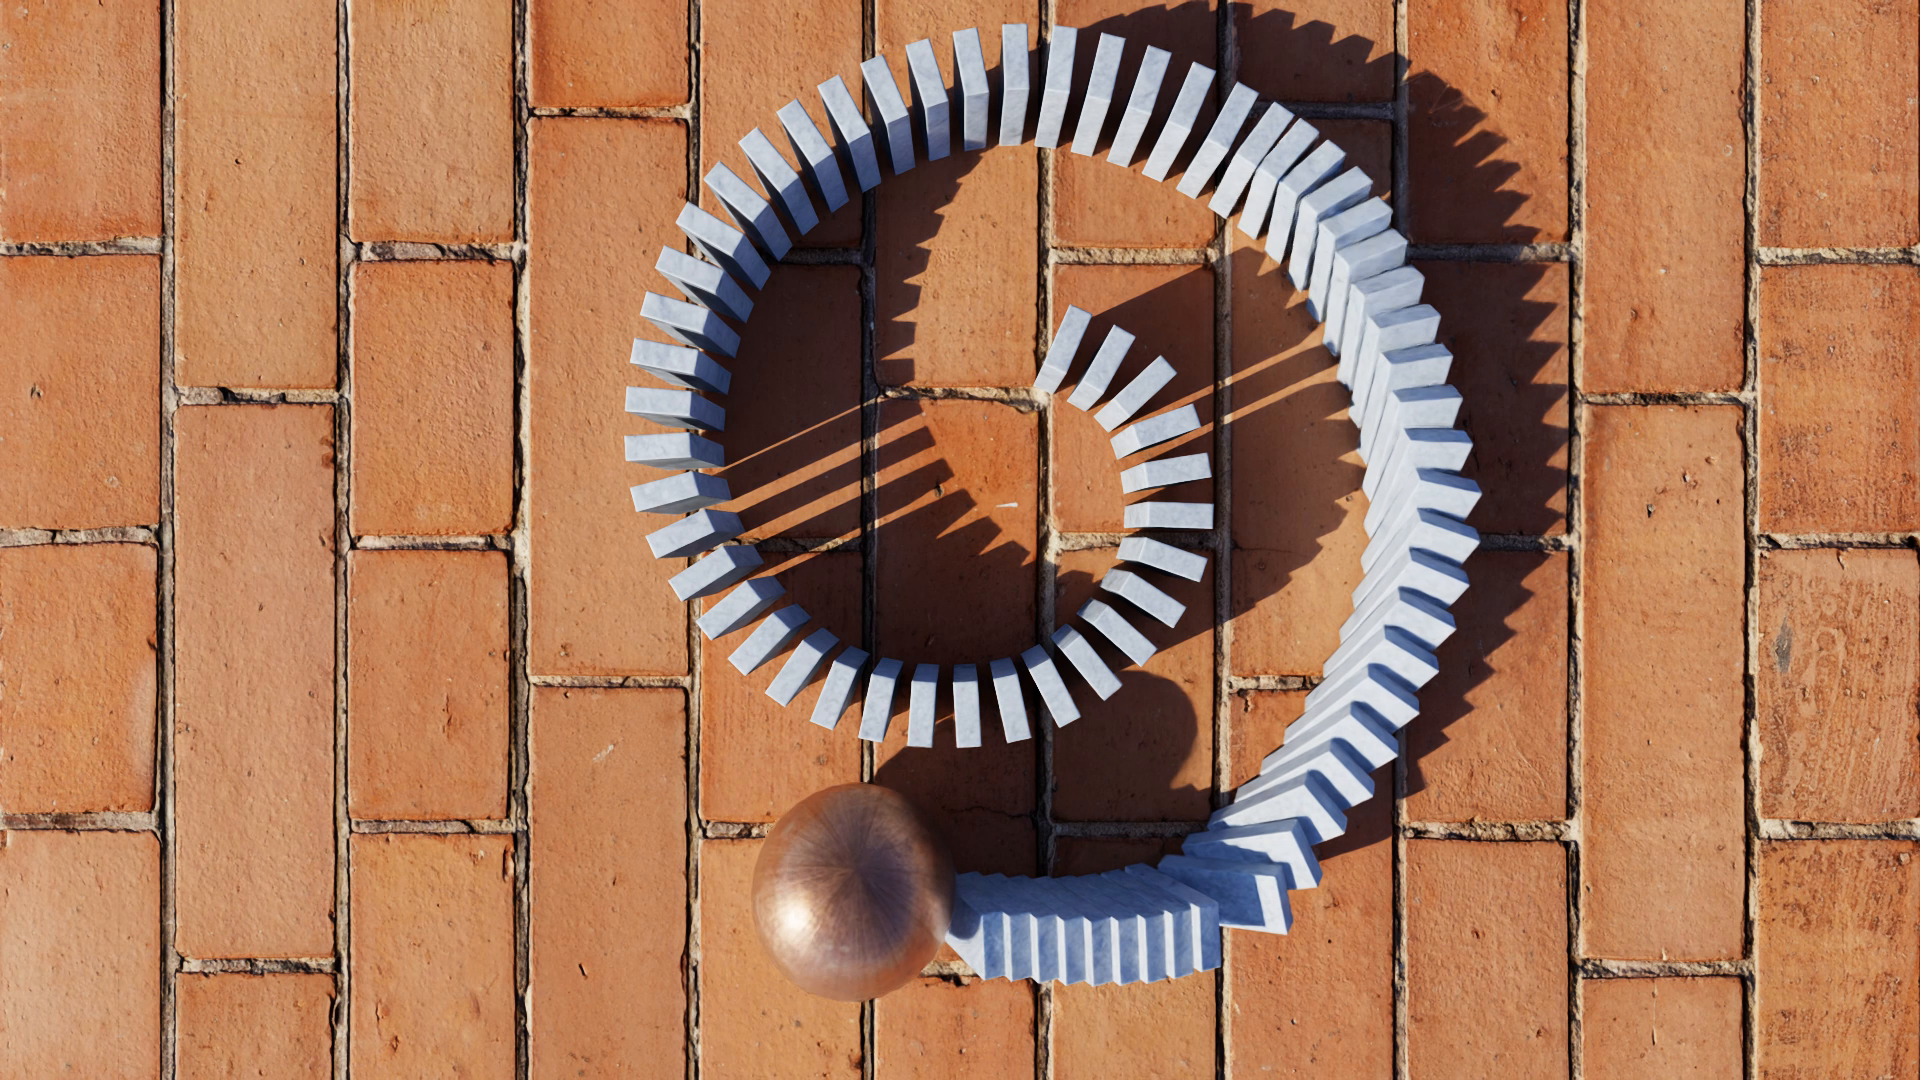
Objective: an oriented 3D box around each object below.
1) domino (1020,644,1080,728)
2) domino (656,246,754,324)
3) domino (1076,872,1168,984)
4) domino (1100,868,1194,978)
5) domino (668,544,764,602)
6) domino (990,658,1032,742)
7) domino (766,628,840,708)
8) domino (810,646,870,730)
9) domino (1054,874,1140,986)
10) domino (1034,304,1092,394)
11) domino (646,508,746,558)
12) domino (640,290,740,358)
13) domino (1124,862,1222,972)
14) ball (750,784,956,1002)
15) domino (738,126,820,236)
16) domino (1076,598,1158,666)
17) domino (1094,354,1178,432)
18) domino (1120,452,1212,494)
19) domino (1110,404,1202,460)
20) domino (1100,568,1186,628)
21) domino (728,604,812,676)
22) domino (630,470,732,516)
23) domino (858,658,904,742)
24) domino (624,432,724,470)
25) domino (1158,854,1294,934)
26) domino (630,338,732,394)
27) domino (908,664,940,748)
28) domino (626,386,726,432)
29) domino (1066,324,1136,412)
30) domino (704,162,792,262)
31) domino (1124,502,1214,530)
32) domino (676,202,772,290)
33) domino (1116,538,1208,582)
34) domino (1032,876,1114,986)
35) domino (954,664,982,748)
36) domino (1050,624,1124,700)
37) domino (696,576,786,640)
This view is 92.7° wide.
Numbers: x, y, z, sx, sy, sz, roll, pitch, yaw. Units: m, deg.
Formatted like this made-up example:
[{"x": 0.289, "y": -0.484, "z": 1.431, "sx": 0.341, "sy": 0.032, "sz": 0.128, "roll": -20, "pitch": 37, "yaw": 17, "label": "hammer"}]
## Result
[{"x": 0.036, "y": 0.059, "z": 0.375, "sx": 0.009, "sy": 0.050, "sz": 0.025, "roll": -28, "pitch": 90, "yaw": 0, "label": "domino"}, {"x": -0.103, "y": -0.104, "z": 0.375, "sx": 0.025, "sy": 0.050, "sz": 0.009, "roll": 23, "pitch": 90, "yaw": 0, "label": "domino"}, {"x": 0.065, "y": 0.158, "z": 0.375, "sx": 0.009, "sy": 0.050, "sz": 0.025, "roll": -2, "pitch": 90, "yaw": -24, "label": "domino"}, {"x": 0.076, "y": 0.156, "z": 0.375, "sx": 0.009, "sy": 0.050, "sz": 0.025, "roll": -2, "pitch": 90, "yaw": -24, "label": "domino"}, {"x": -0.098, "y": 0.013, "z": 0.375, "sx": 0.025, "sy": 0.050, "sz": 0.009, "roll": -32, "pitch": 90, "yaw": 0, "label": "domino"}, {"x": 0.020, "y": 0.064, "z": 0.375, "sx": 0.009, "sy": 0.050, "sz": 0.025, "roll": -12, "pitch": 90, "yaw": 0, "label": "domino"}, {"x": -0.063, "y": 0.051, "z": 0.375, "sx": 0.009, "sy": 0.050, "sz": 0.025, "roll": 36, "pitch": 90, "yaw": 0, "label": "domino"}, {"x": -0.048, "y": 0.059, "z": 0.375, "sx": 0.010, "sy": 0.050, "sz": 0.025, "roll": 22, "pitch": 90, "yaw": 0, "label": "domino"}, {"x": 0.055, "y": 0.158, "z": 0.375, "sx": 0.009, "sy": 0.050, "sz": 0.025, "roll": -2, "pitch": 90, "yaw": -24, "label": "domino"}, {"x": 0.041, "y": -0.077, "z": 0.375, "sx": 0.010, "sy": 0.050, "sz": 0.025, "roll": 24, "pitch": 90, "yaw": 0, "label": "domino"}, {"x": -0.107, "y": -0.002, "z": 0.375, "sx": 0.025, "sy": 0.050, "sz": 0.009, "roll": -25, "pitch": 90, "yaw": 0, "label": "domino"}, {"x": -0.109, "y": -0.087, "z": 0.375, "sx": 0.025, "sy": 0.050, "sz": 0.009, "roll": 16, "pitch": 90, "yaw": 0, "label": "domino"}, {"x": 0.086, "y": 0.153, "z": 0.375, "sx": 0.009, "sy": 0.050, "sz": 0.025, "roll": -3, "pitch": 90, "yaw": -24, "label": "domino"}, {"x": -0.041, "y": 0.137, "z": 0.360, "sx": 0.080, "sy": 0.080, "sz": 0.080, "roll": 0, "pitch": 90, "yaw": 0, "label": "ball"}, {"x": -0.073, "y": -0.145, "z": 0.375, "sx": 0.009, "sy": 0.050, "sz": 0.025, "roll": -40, "pitch": 90, "yaw": 0, "label": "domino"}, {"x": 0.063, "y": 0.037, "z": 0.375, "sx": 0.025, "sy": 0.050, "sz": 0.009, "roll": 41, "pitch": 90, "yaw": 0, "label": "domino"}, {"x": 0.071, "y": -0.059, "z": 0.375, "sx": 0.025, "sy": 0.050, "sz": 0.009, "roll": -43, "pitch": 90, "yaw": 0, "label": "domino"}, {"x": 0.083, "y": -0.027, "z": 0.375, "sx": 0.025, "sy": 0.050, "sz": 0.010, "roll": -9, "pitch": 90, "yaw": 0, "label": "domino"}, {"x": 0.079, "y": -0.044, "z": 0.375, "sx": 0.025, "sy": 0.050, "sz": 0.010, "roll": -19, "pitch": 90, "yaw": 0, "label": "domino"}, {"x": 0.074, "y": 0.023, "z": 0.375, "sx": 0.025, "sy": 0.050, "sz": 0.010, "roll": 33, "pitch": 90, "yaw": 0, "label": "domino"}, {"x": -0.077, "y": 0.040, "z": 0.375, "sx": 0.010, "sy": 0.050, "sz": 0.025, "roll": 44, "pitch": 90, "yaw": 0, "label": "domino"}, {"x": -0.113, "y": -0.019, "z": 0.375, "sx": 0.025, "sy": 0.050, "sz": 0.010, "roll": -15, "pitch": 90, "yaw": 0, "label": "domino"}, {"x": -0.032, "y": 0.064, "z": 0.375, "sx": 0.009, "sy": 0.050, "sz": 0.025, "roll": 12, "pitch": 90, "yaw": 0, "label": "domino"}, {"x": -0.115, "y": -0.036, "z": 0.375, "sx": 0.025, "sy": 0.050, "sz": 0.009, "roll": -3, "pitch": 90, "yaw": 0, "label": "domino"}, {"x": 0.109, "y": 0.146, "z": 0.380, "sx": 0.050, "sy": 0.009, "sz": 0.025, "roll": -8, "pitch": 99, "yaw": 36, "label": "domino"}, {"x": -0.113, "y": -0.070, "z": 0.375, "sx": 0.025, "sy": 0.050, "sz": 0.009, "roll": 10, "pitch": 90, "yaw": 0, "label": "domino"}, {"x": -0.014, "y": 0.067, "z": 0.375, "sx": 0.010, "sy": 0.050, "sz": 0.025, "roll": 4, "pitch": 90, "yaw": 0, "label": "domino"}, {"x": -0.115, "y": -0.053, "z": 0.375, "sx": 0.025, "sy": 0.050, "sz": 0.010, "roll": 4, "pitch": 90, "yaw": 0, "label": "domino"}, {"x": 0.057, "y": -0.069, "z": 0.375, "sx": 0.009, "sy": 0.050, "sz": 0.025, "roll": 30, "pitch": 90, "yaw": 0, "label": "domino"}, {"x": -0.085, "y": -0.133, "z": 0.375, "sx": 0.025, "sy": 0.050, "sz": 0.010, "roll": 41, "pitch": 90, "yaw": 0, "label": "domino"}, {"x": 0.084, "y": -0.010, "z": 0.375, "sx": 0.025, "sy": 0.050, "sz": 0.010, "roll": 2, "pitch": 90, "yaw": 0, "label": "domino"}, {"x": -0.095, "y": -0.119, "z": 0.375, "sx": 0.025, "sy": 0.050, "sz": 0.010, "roll": 30, "pitch": 90, "yaw": 0, "label": "domino"}, {"x": 0.081, "y": 0.008, "z": 0.375, "sx": 0.025, "sy": 0.050, "sz": 0.009, "roll": 19, "pitch": 90, "yaw": 0, "label": "domino"}, {"x": 0.045, "y": 0.159, "z": 0.375, "sx": 0.010, "sy": 0.050, "sz": 0.025, "roll": -2, "pitch": 90, "yaw": -24, "label": "domino"}, {"x": 0.003, "y": 0.067, "z": 0.375, "sx": 0.010, "sy": 0.050, "sz": 0.025, "roll": -3, "pitch": 90, "yaw": 0, "label": "domino"}, {"x": 0.051, "y": 0.049, "z": 0.375, "sx": 0.009, "sy": 0.050, "sz": 0.025, "roll": -40, "pitch": 90, "yaw": 0, "label": "domino"}, {"x": -0.088, "y": 0.027, "z": 0.375, "sx": 0.025, "sy": 0.050, "sz": 0.010, "roll": -39, "pitch": 90, "yaw": 0, "label": "domino"}]
